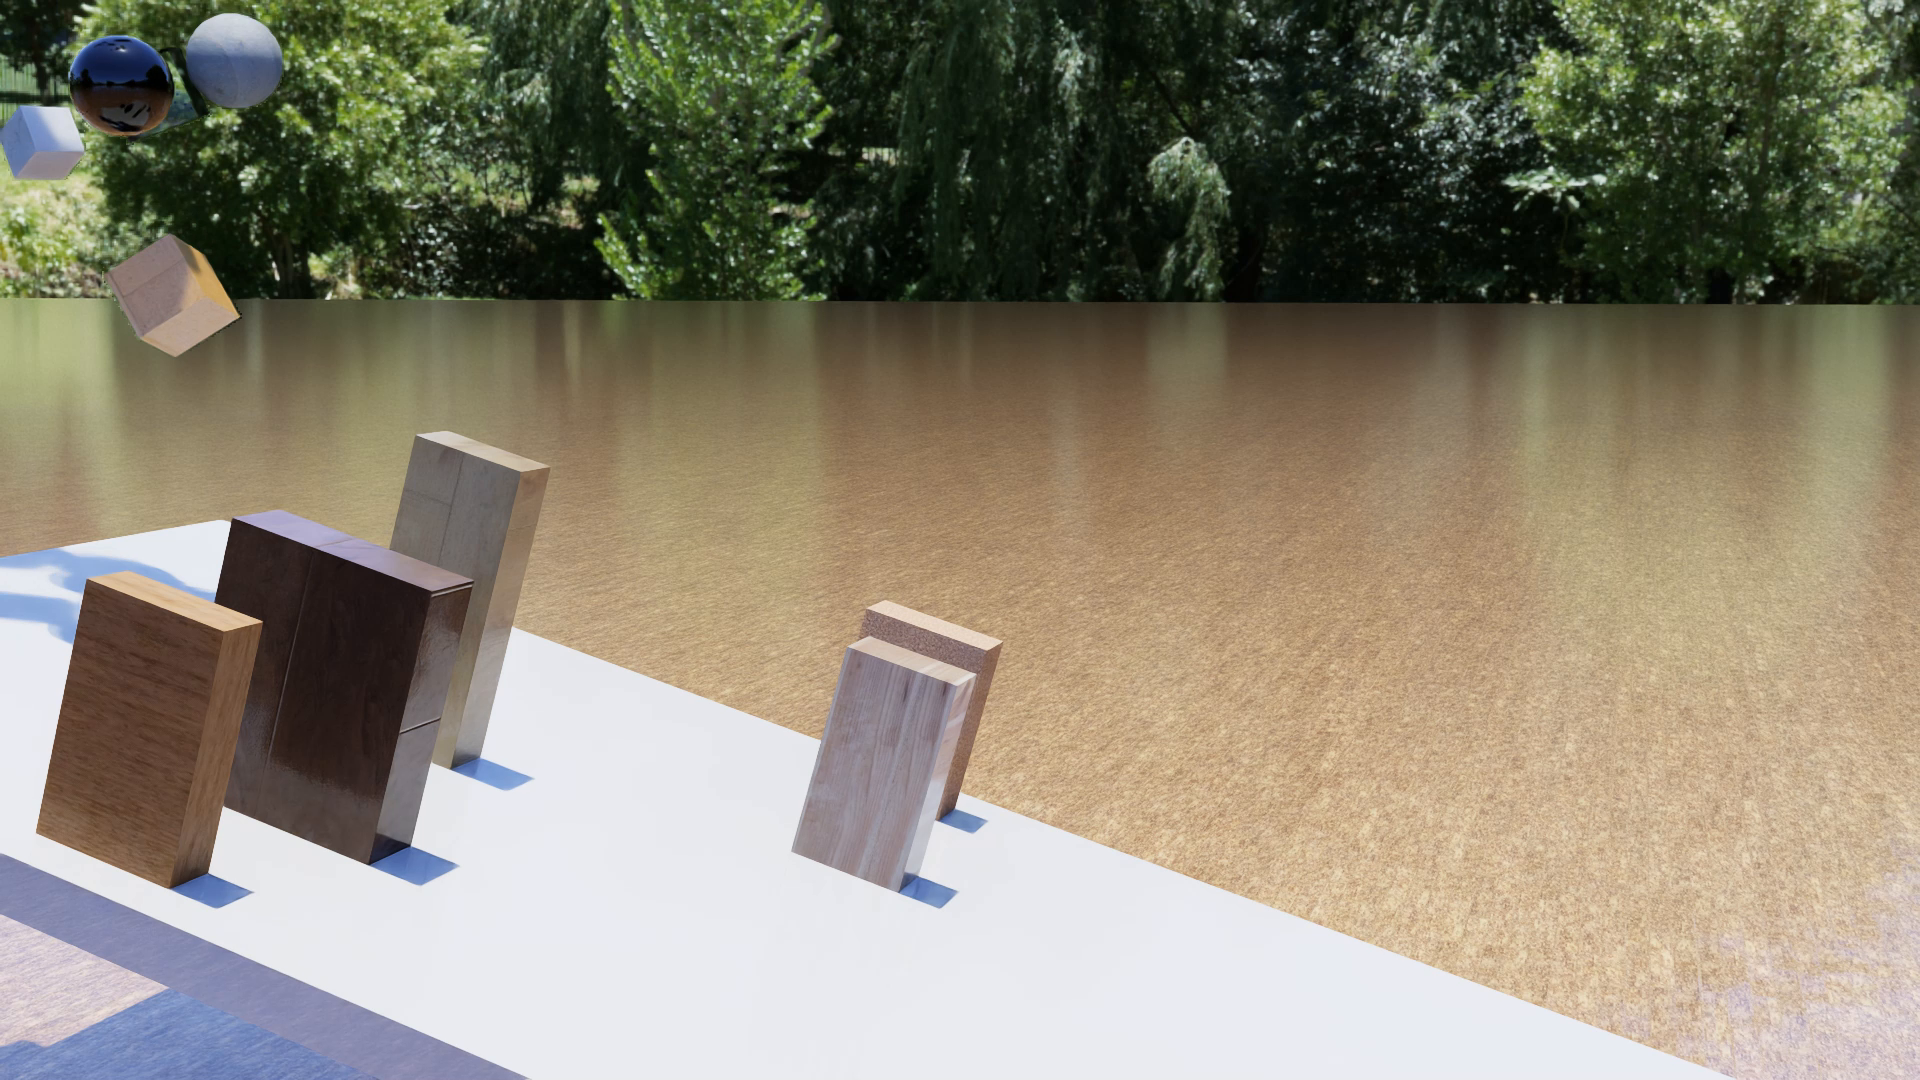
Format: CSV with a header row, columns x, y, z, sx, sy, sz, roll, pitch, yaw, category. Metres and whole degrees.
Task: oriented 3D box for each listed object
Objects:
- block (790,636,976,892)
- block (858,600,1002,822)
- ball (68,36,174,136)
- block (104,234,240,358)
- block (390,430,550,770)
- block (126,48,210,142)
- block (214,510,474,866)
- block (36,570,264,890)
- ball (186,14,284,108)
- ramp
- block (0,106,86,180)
x,y,z,sx,sy,sz,roll,pitch,yaw,category
-0.155,0.454,4.469,0.241,0.448,0.132,19,12,14,block
-0.110,0.383,4.971,0.293,0.409,0.129,19,12,14,block
-1.688,-0.914,4.426,0.200,0.200,0.200,0,7,0,ball
-1.684,-0.522,4.703,0.165,0.165,0.165,-32,-11,0,block
-1.030,0.120,4.427,0.241,0.628,0.122,19,12,14,block
-1.770,-0.980,4.834,0.156,0.156,0.156,-22,16,-4,block
-1.135,0.257,3.918,0.408,0.512,0.142,19,12,14,block
-1.324,0.307,3.588,0.265,0.446,0.103,19,12,14,block
-1.587,-1.048,4.811,0.203,0.203,0.203,0,7,0,ball
-0.375,0.730,4.238,4.000,0.100,2.000,19,12,14,ramp
-2.056,-0.889,4.924,0.116,0.116,0.116,-32,-14,37,block
